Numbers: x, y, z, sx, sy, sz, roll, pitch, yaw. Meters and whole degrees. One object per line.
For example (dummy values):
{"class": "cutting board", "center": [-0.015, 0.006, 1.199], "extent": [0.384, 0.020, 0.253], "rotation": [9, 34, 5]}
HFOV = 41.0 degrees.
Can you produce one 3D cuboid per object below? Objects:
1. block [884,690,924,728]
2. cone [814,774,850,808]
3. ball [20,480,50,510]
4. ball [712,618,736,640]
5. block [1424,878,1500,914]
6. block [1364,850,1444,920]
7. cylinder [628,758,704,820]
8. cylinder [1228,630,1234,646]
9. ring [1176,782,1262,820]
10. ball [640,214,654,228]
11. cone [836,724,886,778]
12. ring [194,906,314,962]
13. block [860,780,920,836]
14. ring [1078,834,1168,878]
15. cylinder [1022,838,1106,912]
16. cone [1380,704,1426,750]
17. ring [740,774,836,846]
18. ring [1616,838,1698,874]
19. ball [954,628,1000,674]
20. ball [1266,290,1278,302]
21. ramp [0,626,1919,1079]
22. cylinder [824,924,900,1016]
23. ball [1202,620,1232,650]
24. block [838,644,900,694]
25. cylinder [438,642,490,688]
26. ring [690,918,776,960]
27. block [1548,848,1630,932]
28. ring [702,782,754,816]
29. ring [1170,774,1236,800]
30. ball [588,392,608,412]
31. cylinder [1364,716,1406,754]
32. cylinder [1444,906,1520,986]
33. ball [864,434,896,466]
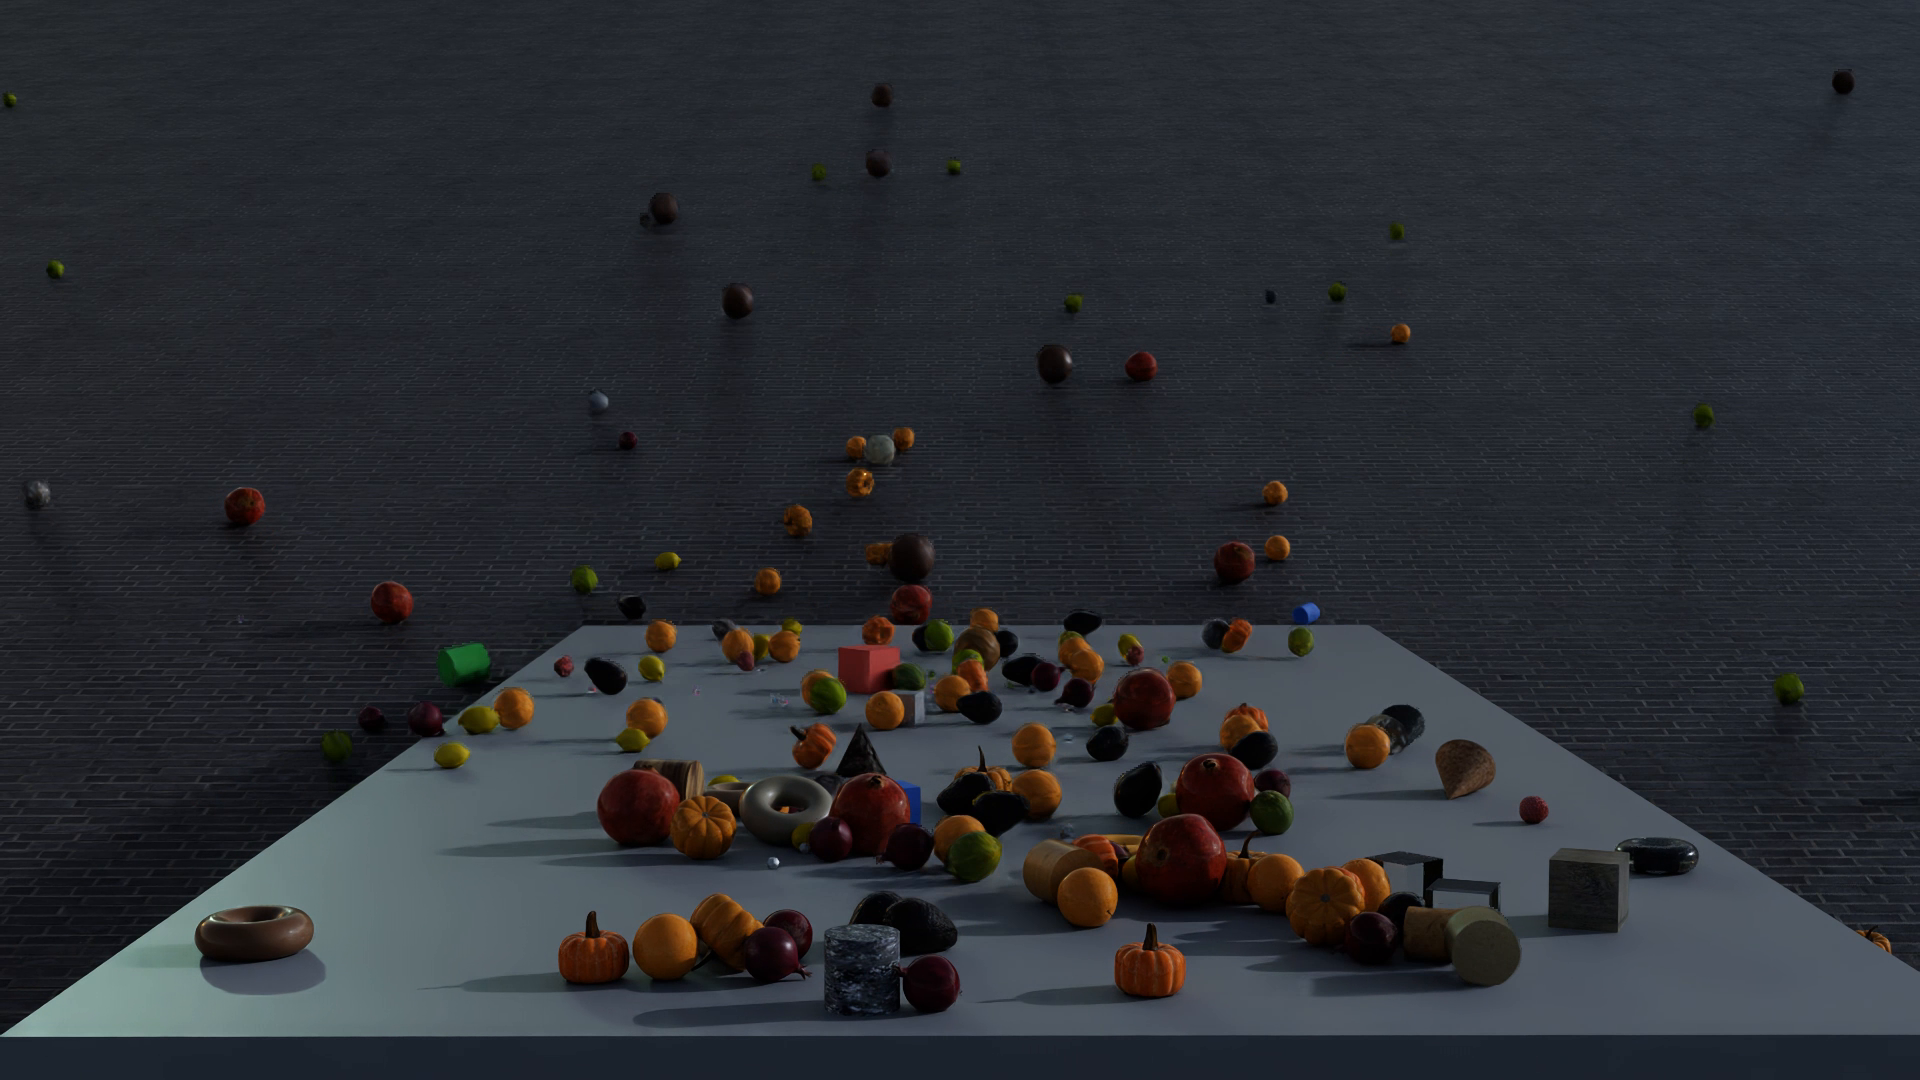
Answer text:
{"class": "block", "center": [-0.104, 0.310, 4.727], "extent": [0.061, 0.061, 0.061], "rotation": [1, 4, 15]}
{"class": "cone", "center": [-0.198, 0.390, 3.816], "extent": [0.059, 0.059, 0.059], "rotation": [4, 31, 11]}
{"class": "ball", "center": [-2.781, -0.136, 7.718], "extent": [0.086, 0.086, 0.086], "rotation": [0, 19, 0]}
{"class": "ball", "center": [-0.568, 0.214, 6.181], "extent": [0.054, 0.054, 0.054], "rotation": [0, 19, 0]}
{"class": "block", "center": [0.571, 0.429, 2.914], "extent": [0.072, 0.072, 0.072], "rotation": [2, 4, 22]}
{"class": "block", "center": [0.537, 0.418, 3.107], "extent": [0.067, 0.067, 0.067], "rotation": [-3, 5, -39]}
{"class": "cylinder", "center": [-0.428, 0.364, 3.751], "extent": [0.087, 0.087, 0.087], "rotation": [1, 19, 13]}
{"class": "cylinder", "center": [0.613, 0.222, 6.037], "extent": [0.057, 0.057, 0.057], "rotation": [-2, 4, -5]}
{"class": "ring", "center": [0.382, 0.384, 3.787], "extent": [0.130, 0.043, 0.130], "rotation": [-1, 3, 0]}
{"class": "ball", "center": [-1.405, -1.428, 11.496], "extent": [0.062, 0.062, 0.062], "rotation": [0, 19, 0]}
{"class": "cone", "center": [-0.162, 0.337, 4.166], "extent": [0.084, 0.084, 0.084], "rotation": [0, 4, 0]}
{"class": "ring", "center": [-0.799, 0.445, 2.904], "extent": [0.131, 0.044, 0.131], "rotation": [-1, 5, 0]}
{"class": "block", "center": [-0.099, 0.382, 3.652], "extent": [0.066, 0.066, 0.066], "rotation": [-2, 4, -24]}
{"class": "ring", "center": [0.211, 0.414, 3.361], "extent": [0.126, 0.042, 0.126], "rotation": [1, 3, 0]}
{"class": "cylinder", "center": [0.128, 0.411, 3.145], "extent": [0.077, 0.077, 0.077], "rotation": [-9, 7, -23]}
{"class": "cone", "center": [0.764, 0.342, 4.444], "extent": [0.081, 0.081, 0.081], "rotation": [3, 31, 9]}
{"class": "ring", "center": [-0.241, 0.378, 3.591], "extent": [0.136, 0.045, 0.136], "rotation": [5, 31, -3]}
{"class": "ring", "center": [0.916, 0.415, 3.375], "extent": [0.109, 0.036, 0.109], "rotation": [-1, 3, 0]}
{"class": "ball", "center": [0.037, 0.237, 5.509], "extent": [0.100, 0.100, 0.100], "rotation": [0, 19, 0]}
{"class": "ball", "center": [1.236, -0.967, 10.180], "extent": [0.050, 0.050, 0.050], "rotation": [0, 19, 0]}
{"class": "ramp", "center": [0.045, 0.404, 4.539], "extent": [2.000, 0.100, 4.000], "rotation": [0, 4, 0]}
{"class": "cylinder", "center": [-0.101, 0.444, 2.652], "extent": [0.078, 0.078, 0.078], "rotation": [0, 4, 0]}
{"class": "ball", "center": [0.598, 0.220, 5.961], "extent": [0.072, 0.072, 0.072], "rotation": [0, 19, 0]}
{"class": "block", "center": [-0.185, 0.263, 5.229], "extent": [0.088, 0.088, 0.088], "rotation": [4, 5, 42]}
{"class": "cylinder", "center": [-1.236, 0.312, 6.404], "extent": [0.095, 0.095, 0.095], "rotation": [-13, 23, -35]}
{"class": "ring", "center": [-0.256, 0.450, 2.900], "extent": [0.098, 0.033, 0.098], "rotation": [1, 4, 0]}
{"class": "block", "center": [0.747, 0.415, 3.048], "extent": [0.081, 0.081, 0.081], "rotation": [2, 4, 23]}
{"class": "ring", "center": [-0.334, 0.385, 3.814], "extent": [0.115, 0.038, 0.115], "rotation": [-1, 4, 0]}
{"class": "ring", "center": [0.373, 0.380, 3.902], "extent": [0.105, 0.035, 0.105], "rotation": [-1, 5, 0]}
{"class": "ball", "center": [-1.227, -0.467, 8.702], "extent": [0.070, 0.070, 0.070], "rotation": [0, 19, 0]}
{"class": "cylinder", "center": [0.728, 0.333, 4.392], "extent": [0.062, 0.062, 0.062], "rotation": [0, -1, -1]}
{"class": "cylinder", "center": [0.563, 0.438, 2.772], "extent": [0.072, 0.072, 0.072], "rotation": [1, 4, 4]}
{"class": "ball", "center": [-0.254, -0.285, 8.129], "extent": [0.100, 0.100, 0.100], "rotation": [0, 19, 0]}
